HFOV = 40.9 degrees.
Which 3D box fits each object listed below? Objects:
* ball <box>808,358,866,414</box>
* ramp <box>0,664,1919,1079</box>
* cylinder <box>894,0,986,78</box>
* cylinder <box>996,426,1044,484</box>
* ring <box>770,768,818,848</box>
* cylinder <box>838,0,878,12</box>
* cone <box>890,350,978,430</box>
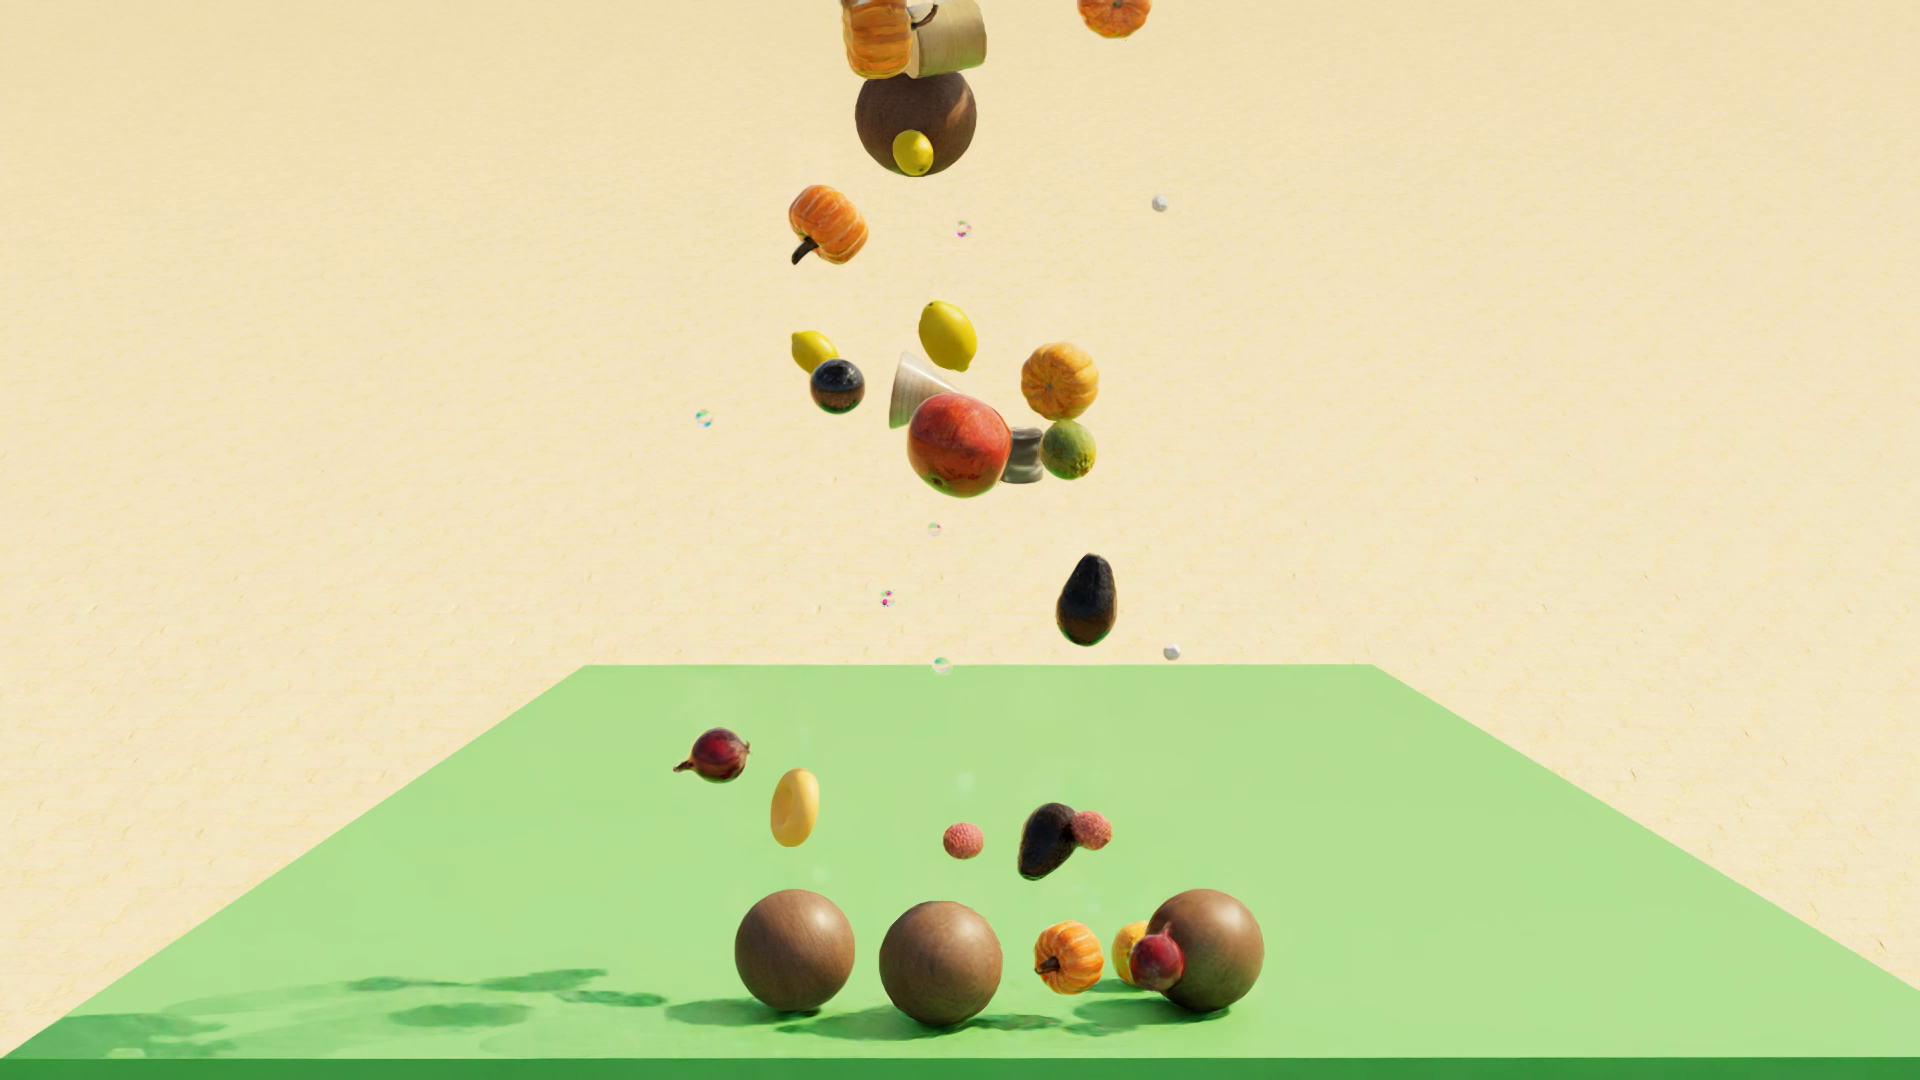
[{"bbox_3d":[-0.118,-0.147,2.466,0.054,0.054,0.054,0,22,0],"label":"ball"},{"bbox_3d":[0.051,0.463,4.534,2.000,0.100,4.000,0,3,0],"label":"ramp"},{"bbox_3d":[-0.020,-0.511,2.612,0.072,0.072,0.072,-14,25,-17],"label":"cylinder"},{"bbox_3d":[0.069,-0.097,2.944,0.053,0.053,0.053,-1,20,0],"label":"cylinder"},{"bbox_3d":[-0.180,0.291,2.800,0.029,0.088,0.088,13,16,-25],"label":"ring"},{"bbox_3d":[-0.075,-0.520,2.284,0.076,0.076,0.076,-31,34,-24],"label":"cylinder"},{"bbox_3d":[-0.025,-0.162,2.898,0.092,0.092,0.092,10,23,6],"label":"cone"}]
